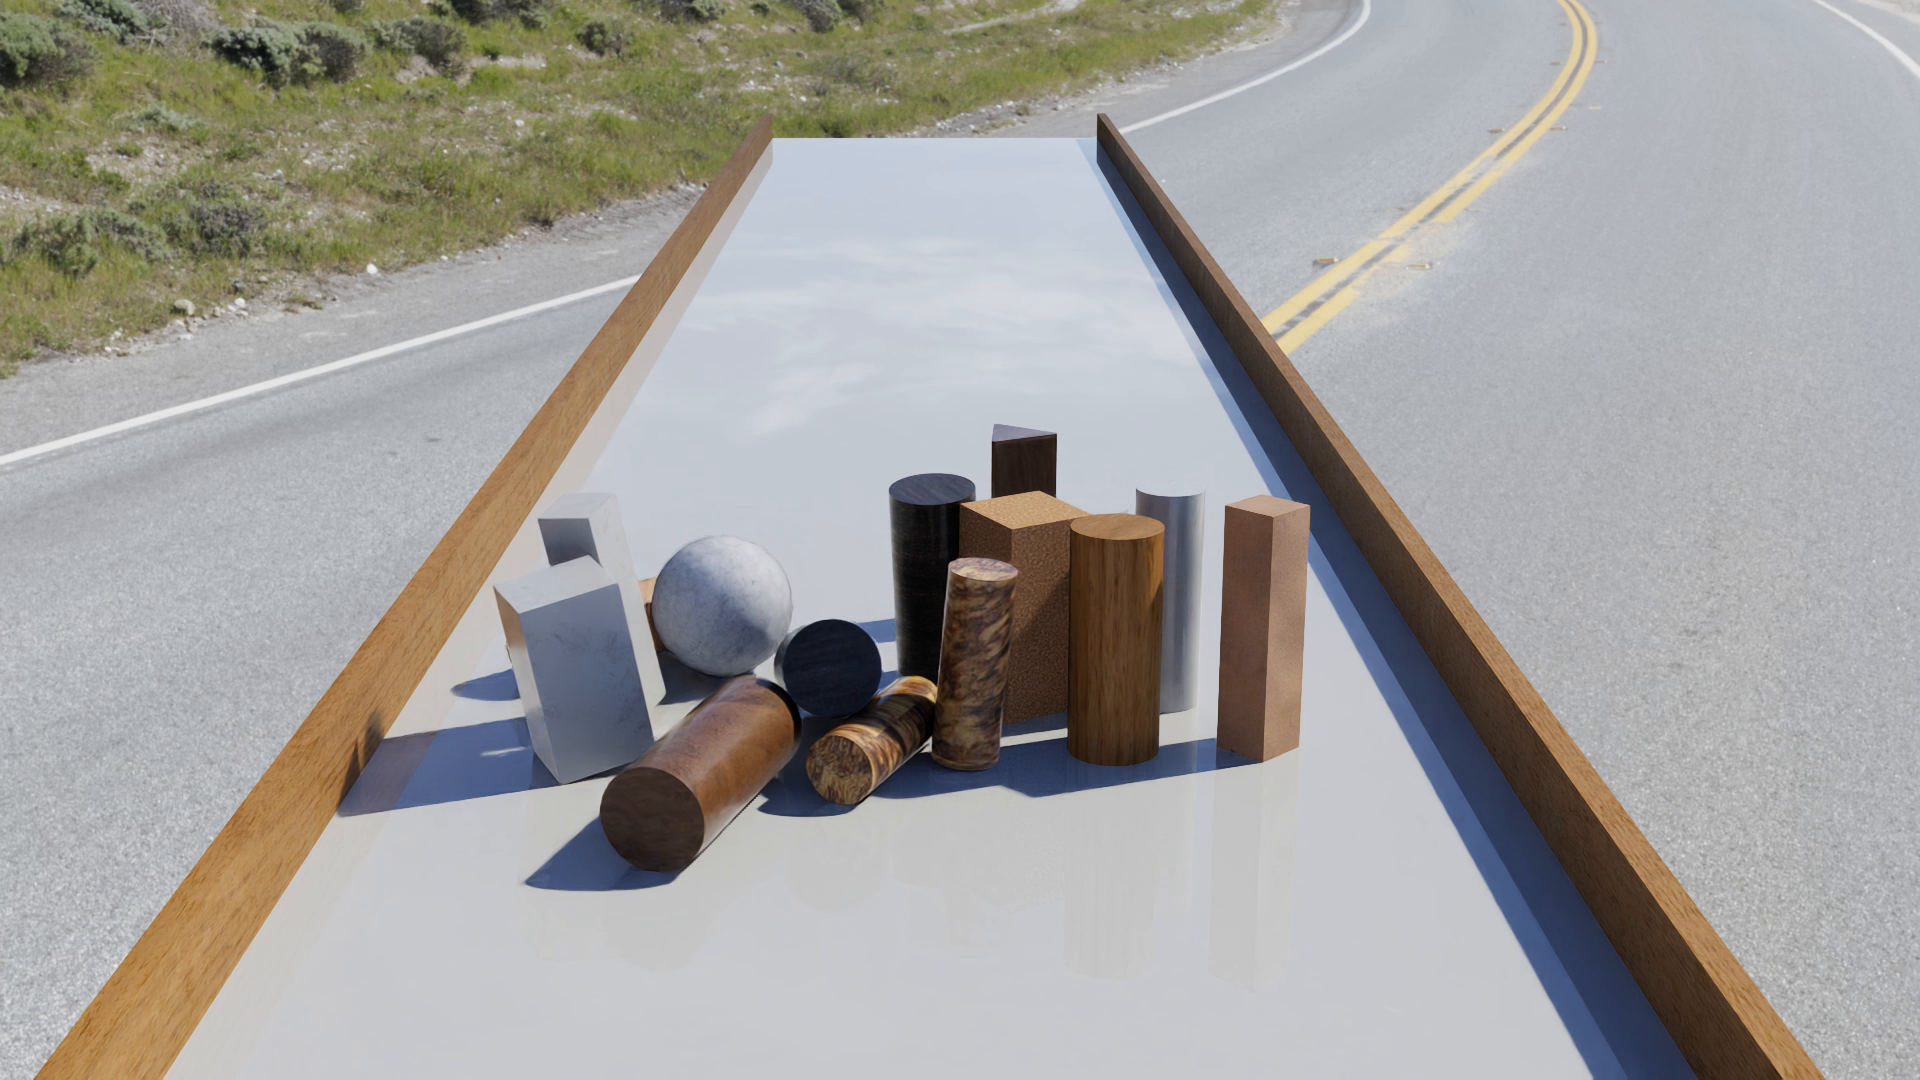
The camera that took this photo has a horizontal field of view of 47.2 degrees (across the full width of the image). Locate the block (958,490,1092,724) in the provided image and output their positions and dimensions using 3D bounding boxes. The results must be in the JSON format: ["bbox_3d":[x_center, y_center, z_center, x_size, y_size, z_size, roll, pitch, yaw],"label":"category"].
[{"bbox_3d":[0.119,0.124,4.133,0.178,0.381,0.178,-10,21,-30],"label":"block"}]

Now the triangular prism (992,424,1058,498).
[{"bbox_3d":[0.105,-0.034,4.634,0.151,0.404,0.131,-8,18,-26],"label":"triangular prism"}]

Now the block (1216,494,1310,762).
[{"bbox_3d":[0.538,0.156,3.906,0.105,0.453,0.105,-16,23,-42],"label":"block"}]

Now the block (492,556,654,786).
[{"bbox_3d":[-0.674,0.226,3.850,0.177,0.326,0.177,-18,22,-21],"label":"block"}]

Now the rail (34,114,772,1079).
[{"bbox_3d":[-1.118,-0.838,7.780,0.050,0.150,12.000,0,17,-1],"label":"rail"}]

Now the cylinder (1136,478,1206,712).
[{"bbox_3d":[0.390,0.104,4.135,0.129,0.422,0.129,0,17,0],"label":"cylinder"}]

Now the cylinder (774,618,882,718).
[{"bbox_3d":[-0.243,0.231,3.963,0.171,0.171,0.350,-2,-3,-8],"label":"cylinder"}]

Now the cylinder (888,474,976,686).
[{"bbox_3d":[-0.046,0.083,4.233,0.165,0.391,0.165,-2,23,1],"label":"cylinder"}]

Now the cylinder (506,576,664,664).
[{"bbox_3d":[-0.707,0.176,4.378,0.147,0.147,0.369,16,23,42],"label":"cylinder"}]

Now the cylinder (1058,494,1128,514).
[{"bbox_3d":[0.255,0.086,4.370,0.154,0.323,0.154,0,17,0],"label":"cylinder"}]

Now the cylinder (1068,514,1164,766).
[{"bbox_3d":[0.275,0.176,3.903,0.165,0.417,0.165,0,17,0],"label":"cylinder"}]

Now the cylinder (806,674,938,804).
[{"bbox_3d":[-0.141,0.346,3.846,0.125,0.125,0.320,7,18,22],"label":"cylinder"}]

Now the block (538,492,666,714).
[{"bbox_3d":[-0.653,0.126,4.032,0.105,0.419,0.105,0,26,21],"label":"block"}]

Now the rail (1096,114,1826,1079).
[{"bbox_3d":[0.932,-0.844,7.801,0.050,0.150,12.000,0,17,-1],"label":"rail"}]

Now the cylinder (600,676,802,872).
[{"bbox_3d":[-0.421,0.379,3.641,0.178,0.178,0.433,5,17,16],"label":"cylinder"}]

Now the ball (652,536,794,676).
[{"bbox_3d":[-0.465,0.129,4.310,0.276,0.276,0.276,0,17,0],"label":"ball"}]

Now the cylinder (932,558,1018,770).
[{"bbox_3d":[0.024,0.218,3.858,0.121,0.353,0.121,5,18,-2],"label":"cylinder"}]
